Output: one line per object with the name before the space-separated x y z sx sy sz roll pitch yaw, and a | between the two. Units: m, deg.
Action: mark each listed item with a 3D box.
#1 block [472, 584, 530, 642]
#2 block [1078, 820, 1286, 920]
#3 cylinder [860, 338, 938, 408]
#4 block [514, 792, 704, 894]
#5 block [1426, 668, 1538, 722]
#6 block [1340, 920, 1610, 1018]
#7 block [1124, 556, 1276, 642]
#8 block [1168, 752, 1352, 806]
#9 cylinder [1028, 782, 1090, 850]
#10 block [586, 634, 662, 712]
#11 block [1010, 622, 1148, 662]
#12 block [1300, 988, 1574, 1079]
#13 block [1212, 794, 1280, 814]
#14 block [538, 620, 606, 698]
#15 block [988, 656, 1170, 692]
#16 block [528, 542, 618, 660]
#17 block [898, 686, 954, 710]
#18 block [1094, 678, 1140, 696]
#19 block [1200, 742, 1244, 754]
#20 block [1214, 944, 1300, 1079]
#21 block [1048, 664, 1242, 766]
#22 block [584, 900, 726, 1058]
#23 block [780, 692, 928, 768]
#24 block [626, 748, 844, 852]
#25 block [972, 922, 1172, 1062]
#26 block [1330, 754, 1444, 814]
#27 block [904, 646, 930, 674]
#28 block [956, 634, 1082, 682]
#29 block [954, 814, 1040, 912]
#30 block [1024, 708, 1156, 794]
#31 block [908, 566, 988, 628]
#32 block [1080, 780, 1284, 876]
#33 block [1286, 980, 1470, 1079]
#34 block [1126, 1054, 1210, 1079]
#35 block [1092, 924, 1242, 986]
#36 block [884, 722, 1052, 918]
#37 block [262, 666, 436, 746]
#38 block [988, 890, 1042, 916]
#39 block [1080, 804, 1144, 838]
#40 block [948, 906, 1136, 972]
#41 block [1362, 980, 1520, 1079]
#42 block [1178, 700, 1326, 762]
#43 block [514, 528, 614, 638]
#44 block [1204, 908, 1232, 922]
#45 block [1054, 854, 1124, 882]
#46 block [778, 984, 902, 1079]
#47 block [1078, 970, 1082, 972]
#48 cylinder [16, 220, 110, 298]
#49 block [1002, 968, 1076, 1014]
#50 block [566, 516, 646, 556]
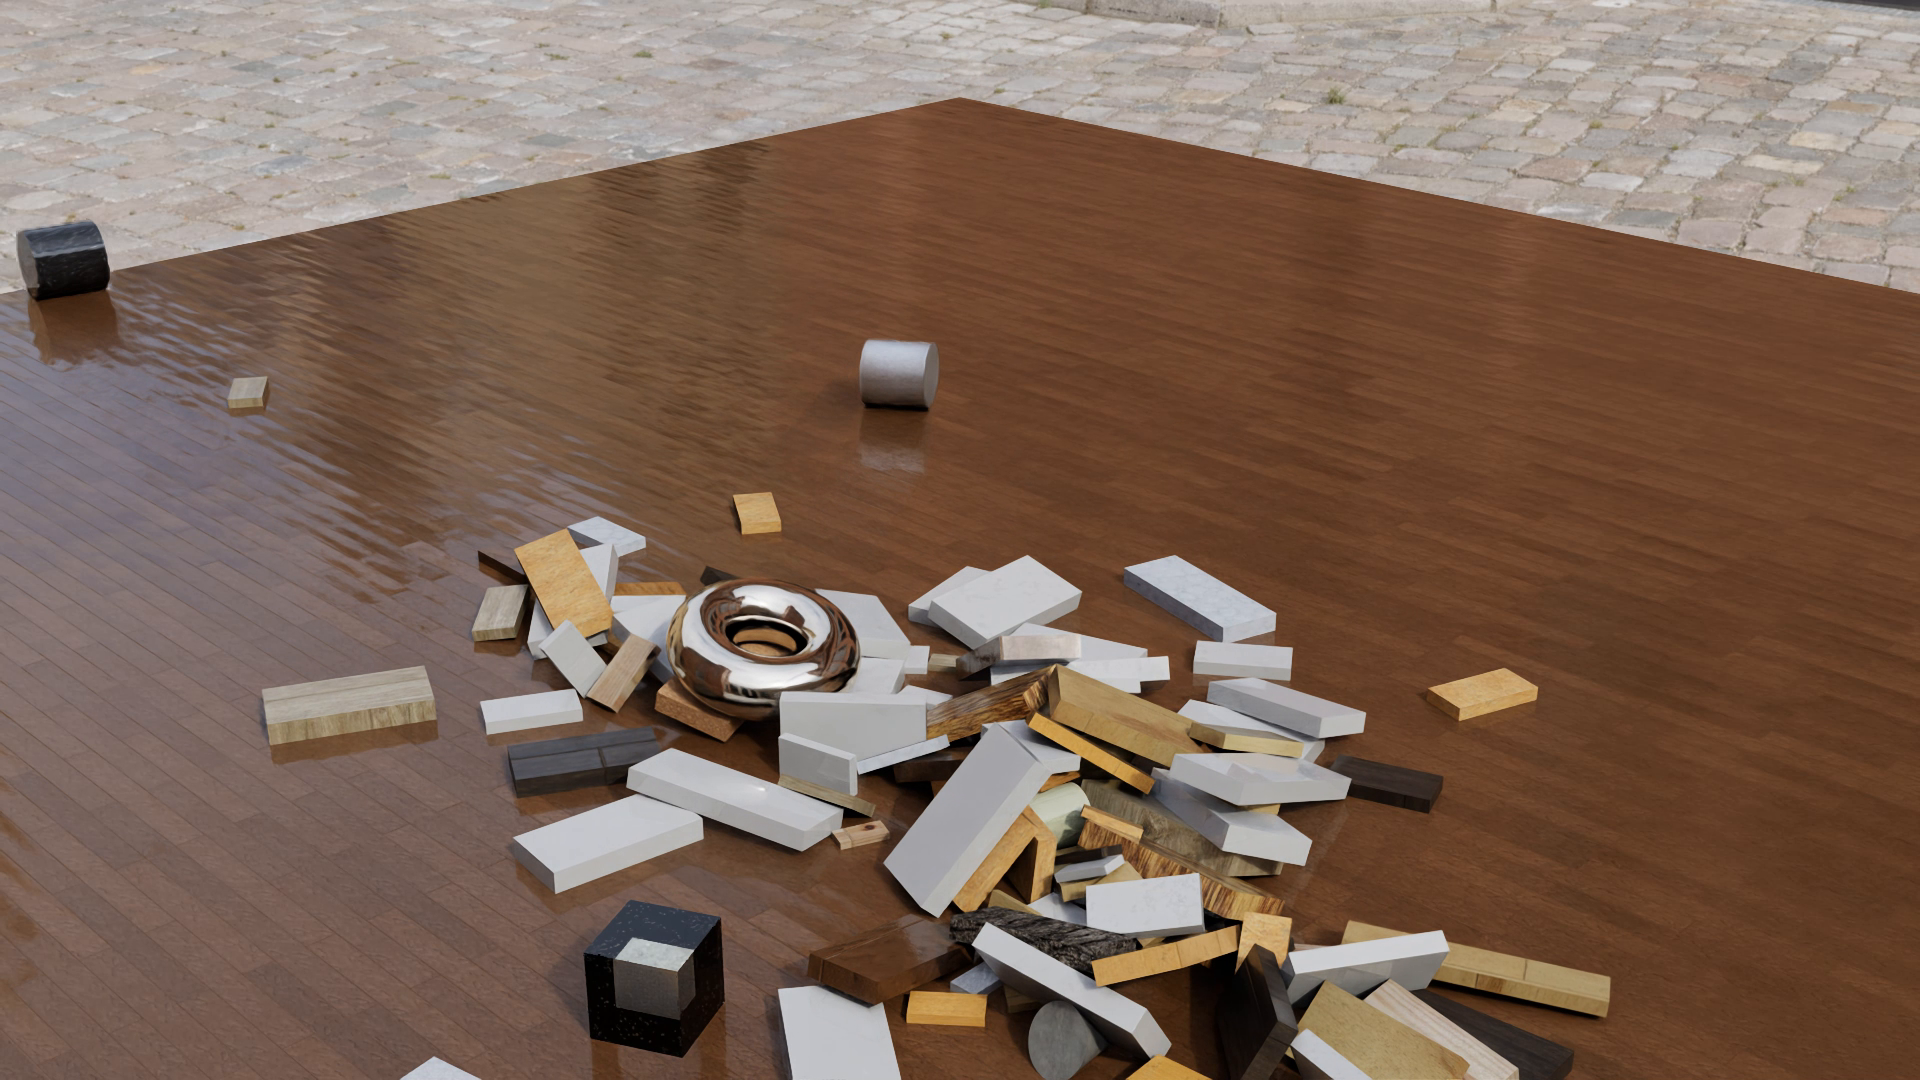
block | -1.099 0.173 5.274 0.101 0.029 0.203 -6 29 3
block | 0.413 0.623 4.124 0.358 0.051 0.179 22 2 41
cylinder | -0.186 -0.506 6.700 0.200 0.200 0.200 5 23 11
block | -0.689 0.586 4.320 0.329 0.047 0.165 -17 28 -35
block | 1.166 0.344 4.910 0.220 0.031 0.110 -12 26 -25
block | 0.909 0.756 3.888 0.463 0.029 0.104 10 16 15
block | 0.581 0.142 5.368 0.157 0.044 0.408 -13 26 -28
block | 0.598 0.468 4.335 0.155 0.044 0.493 21 7 33
cylinder | 0.177 0.549 4.308 0.124 0.124 0.124 -12 26 -27
block | -0.749 0.296 4.903 0.087 0.025 0.174 20 67 38
block | 0.256 0.270 5.067 0.313 0.044 0.157 12 26 25
block | 0.797 0.830 3.753 0.468 0.040 0.139 18 29 36
block | 0.527 0.486 4.335 0.104 0.029 0.208 11 8 -33
block | -0.855 0.265 4.889 0.087 0.174 0.025 -46 41 -16
block | 0.258 0.305 4.835 0.385 0.051 0.179 -4 -11 -1
block | -0.920 0.142 5.249 0.176 0.050 0.381 -13 30 4
block | -0.079 0.354 4.906 0.114 0.016 0.057 12 26 25
block | 0.288 0.332 4.768 0.108 0.031 0.217 2 -13 -27
block | 0.545 0.442 4.482 0.104 0.015 0.052 17 22 -24
block | 0.490 0.797 3.657 0.040 0.140 0.279 27 14 -7
block | 0.392 0.391 4.510 0.442 0.047 0.165 23 21 -10
block | -0.522 0.750 3.771 0.173 0.173 0.173 8 24 17
block | -0.223 0.400 4.622 0.305 0.153 0.043 1 23 3
block | -0.452 0.517 4.410 0.415 0.043 0.153 16 17 23
block | 0.188 0.767 3.709 0.332 0.166 0.047 23 69 32
block | 0.874 0.502 4.537 0.221 0.031 0.110 11 25 23
block | -0.102 0.277 5.087 0.057 0.016 0.114 1 23 2
block | 0.124 0.260 4.826 0.179 0.051 0.358 -1 -10 -15
block | 0.051 0.593 4.129 0.029 0.206 0.103 38 1 -39
block | 0.257 0.418 4.368 0.271 0.031 0.108 30 0 -2
block | 0.006 0.143 5.374 0.138 0.039 0.275 13 26 28
block | 0.430 0.559 4.296 0.384 0.051 0.179 22 9 41
block | 0.678 0.848 3.601 0.282 0.040 0.141 24 76 44
block | 0.401 0.938 3.490 0.332 0.047 0.166 18 29 37
block | 0.360 0.706 3.748 0.148 0.042 0.408 -17 -11 19
block | 0.013 0.526 4.156 0.049 0.346 0.173 38 1 -34
block | -1.346 0.362 4.844 0.353 0.050 0.176 -8 24 -18
block | 0.098 0.694 4.049 0.116 0.058 0.016 23 11 42
block | 0.292 0.539 4.219 0.121 0.017 0.060 21 1 4
block | 0.146 0.707 3.907 0.297 0.042 0.149 7 2 33
block | 0.766 0.850 3.633 0.141 0.040 0.282 -32 39 -24
block | 0.607 0.425 4.704 0.311 0.044 0.155 12 26 25
block | -0.941 0.108 5.226 0.138 0.039 0.471 -23 31 -13
block | 0.437 0.675 4.098 0.135 0.019 0.067 20 -6 39
block | 0.239 0.607 4.061 0.121 0.017 0.060 -17 4 40
block | -0.199 0.863 3.663 0.173 0.049 0.361 -4 23 -9
block | 0.159 0.771 3.922 0.116 0.016 0.058 -20 30 -39
cylinder | -3.180 -0.994 7.795 0.241 0.241 0.241 -16 28 -33
block | 0.145 0.786 3.848 0.135 0.019 0.068 -8 37 -4
block | -0.924 -0.008 5.743 0.202 0.029 0.101 21 31 40
